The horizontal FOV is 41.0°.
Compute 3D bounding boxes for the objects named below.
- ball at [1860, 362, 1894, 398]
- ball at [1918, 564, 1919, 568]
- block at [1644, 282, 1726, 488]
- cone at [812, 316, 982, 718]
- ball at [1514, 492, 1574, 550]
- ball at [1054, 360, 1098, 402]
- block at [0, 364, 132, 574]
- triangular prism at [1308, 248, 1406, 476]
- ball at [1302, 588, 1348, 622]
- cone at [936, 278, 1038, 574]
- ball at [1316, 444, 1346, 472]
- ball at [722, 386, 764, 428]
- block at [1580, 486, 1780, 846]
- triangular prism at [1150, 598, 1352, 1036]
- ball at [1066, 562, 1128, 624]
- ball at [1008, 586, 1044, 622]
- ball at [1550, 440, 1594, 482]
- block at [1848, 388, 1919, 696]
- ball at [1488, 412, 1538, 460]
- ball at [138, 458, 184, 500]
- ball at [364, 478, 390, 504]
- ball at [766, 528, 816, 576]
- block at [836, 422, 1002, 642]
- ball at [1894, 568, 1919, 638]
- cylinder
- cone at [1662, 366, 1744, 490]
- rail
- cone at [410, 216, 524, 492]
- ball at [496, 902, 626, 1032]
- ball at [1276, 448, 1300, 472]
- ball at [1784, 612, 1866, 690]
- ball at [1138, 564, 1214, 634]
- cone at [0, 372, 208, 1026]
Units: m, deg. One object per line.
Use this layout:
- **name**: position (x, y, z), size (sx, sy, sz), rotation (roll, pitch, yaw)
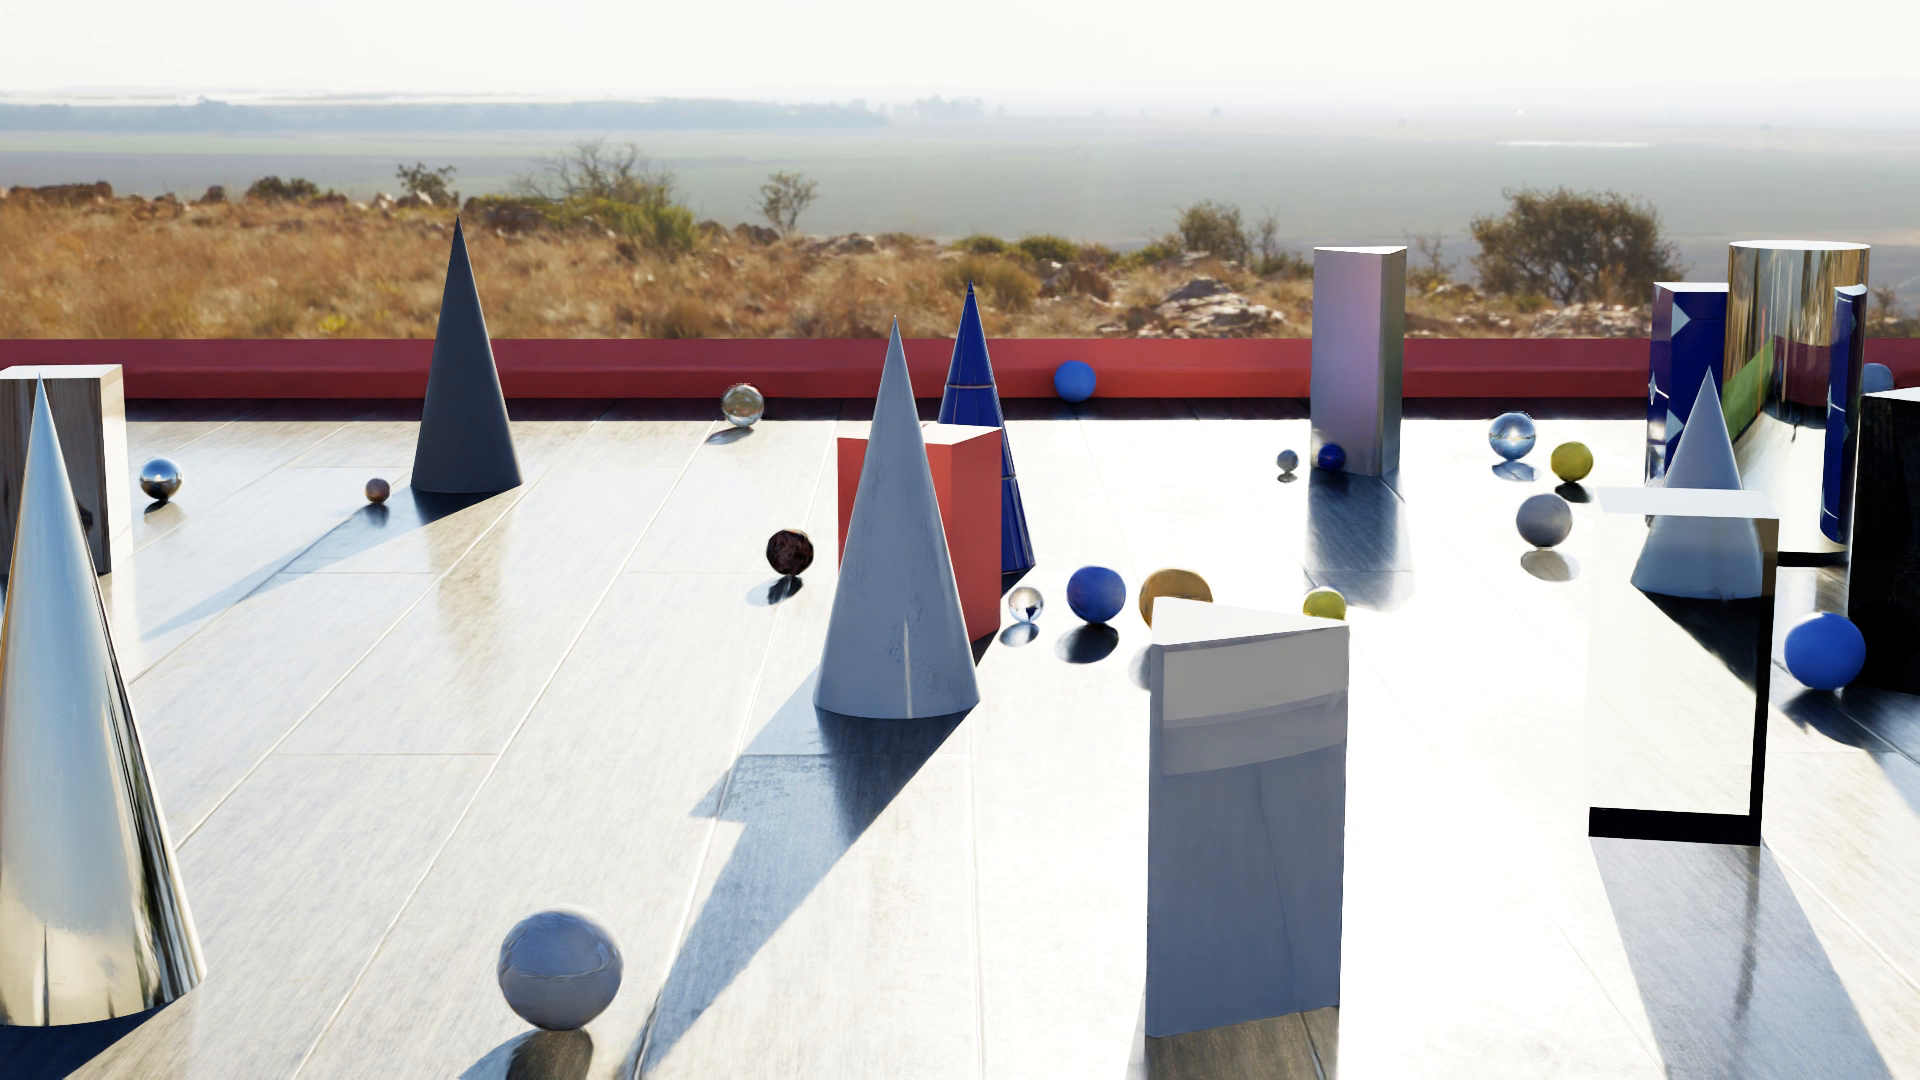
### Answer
- **ball**: position (2.001, -0.346, 5.620), size (0.085, 0.085, 0.085), rotation (0, 10, 0)
- **ball**: position (1.382, 0.040, 3.622), size (0.055, 0.055, 0.055), rotation (0, 10, 0)
- **block**: position (1.188, -0.210, 4.072), size (0.159, 0.382, 0.159), rotation (1, 11, 4)
- **cone**: position (-0.073, -0.036, 2.954), size (0.198, 0.447, 0.198), rotation (0, 10, 0)
- **ball**: position (0.890, -0.030, 3.909), size (0.087, 0.087, 0.087), rotation (0, 10, 0)
- **ball**: position (0.253, -0.346, 5.602), size (0.093, 0.093, 0.093), rotation (0, 10, 0)
- **block**: position (-1.323, -0.106, 3.778), size (0.159, 0.285, 0.159), rotation (-1, 11, -7)
- **triangular prism**: position (0.755, -0.330, 4.677), size (0.149, 0.399, 0.172), rotation (-8, 13, -38)
- **ball**: position (0.473, 0.091, 3.331), size (0.059, 0.059, 0.059), rotation (0, 10, 0)
- **cone**: position (0.015, -0.174, 3.767), size (0.198, 0.423, 0.198), rotation (0, 10, 0)
- **ball**: position (0.673, -0.149, 4.644), size (0.053, 0.053, 0.053), rotation (0, 10, 0)
- **ball**: position (-0.441, -0.272, 5.222), size (0.086, 0.086, 0.086), rotation (0, 10, 0)
- **block**: position (0.694, 0.118, 2.487), size (0.159, 0.314, 0.159), rotation (2, 11, 11)
- **triangular prism**: position (0.191, 0.208, 2.023), size (0.172, 0.305, 0.149), rotation (-5, 12, -25)
- **ball**: position (0.180, 0.070, 3.386), size (0.081, 0.081, 0.081), rotation (0, 10, 0)
- **ball**: position (0.087, 0.085, 3.393), size (0.050, 0.050, 0.050), rotation (0, 10, 0)
- **ball**: position (1.080, -0.139, 4.530), size (0.076, 0.076, 0.076), rotation (0, 10, 0)
- **block**: position (1.170, 0.001, 3.032), size (0.159, 0.345, 0.159), rotation (-8, 13, -37)
- **ball**: position (1.030, -0.193, 4.781), size (0.091, 0.091, 0.091), rotation (0, 10, 0)
- **ball**: position (-1.354, -0.104, 4.348), size (0.073, 0.073, 0.073), rotation (0, 10, 0)
- **ball**: position (-0.980, -0.084, 4.318), size (0.044, 0.044, 0.044), rotation (0, 10, 0)
- **ball**: position (-0.245, 0.017, 3.701), size (0.071, 0.071, 0.071), rotation (0, 10, 0)
- **block**: position (-0.051, -0.008, 3.304), size (0.159, 0.264, 0.159), rotation (5, 11, 24)
- **ball**: position (1.246, 0.081, 3.278), size (0.099, 0.099, 0.099), rotation (0, 10, 0)
- **cylinder**: position (1.237, -0.206, 3.824), size (0.198, 0.465, 0.198), rotation (0, 10, 0)
- **cone**: position (1.063, -0.097, 3.667), size (0.198, 0.307, 0.198), rotation (0, 10, 0)
- **rail**: position (-0.013, -0.377, 5.665), size (4.487, 0.129, 0.045), rotation (0, 10, 0)
- **cone**: position (-0.869, -0.333, 4.480), size (0.198, 0.475, 0.198), rotation (0, 10, 0)
- **ball**: position (-0.304, 0.326, 1.959), size (0.097, 0.097, 0.097), rotation (0, 10, 0)
- **ball**: position (0.593, -0.143, 4.642), size (0.043, 0.043, 0.043), rotation (0, 10, 0)
- **ball**: position (1.020, 0.131, 3.028), size (0.092, 0.092, 0.092), rotation (0, 10, 0)
- **ball**: position (0.277, 0.080, 3.290), size (0.097, 0.097, 0.097), rotation (0, 10, 0)
- **cone**: position (-0.710, 0.112, 2.023), size (0.198, 0.494, 0.198), rotation (0, 10, 0)
